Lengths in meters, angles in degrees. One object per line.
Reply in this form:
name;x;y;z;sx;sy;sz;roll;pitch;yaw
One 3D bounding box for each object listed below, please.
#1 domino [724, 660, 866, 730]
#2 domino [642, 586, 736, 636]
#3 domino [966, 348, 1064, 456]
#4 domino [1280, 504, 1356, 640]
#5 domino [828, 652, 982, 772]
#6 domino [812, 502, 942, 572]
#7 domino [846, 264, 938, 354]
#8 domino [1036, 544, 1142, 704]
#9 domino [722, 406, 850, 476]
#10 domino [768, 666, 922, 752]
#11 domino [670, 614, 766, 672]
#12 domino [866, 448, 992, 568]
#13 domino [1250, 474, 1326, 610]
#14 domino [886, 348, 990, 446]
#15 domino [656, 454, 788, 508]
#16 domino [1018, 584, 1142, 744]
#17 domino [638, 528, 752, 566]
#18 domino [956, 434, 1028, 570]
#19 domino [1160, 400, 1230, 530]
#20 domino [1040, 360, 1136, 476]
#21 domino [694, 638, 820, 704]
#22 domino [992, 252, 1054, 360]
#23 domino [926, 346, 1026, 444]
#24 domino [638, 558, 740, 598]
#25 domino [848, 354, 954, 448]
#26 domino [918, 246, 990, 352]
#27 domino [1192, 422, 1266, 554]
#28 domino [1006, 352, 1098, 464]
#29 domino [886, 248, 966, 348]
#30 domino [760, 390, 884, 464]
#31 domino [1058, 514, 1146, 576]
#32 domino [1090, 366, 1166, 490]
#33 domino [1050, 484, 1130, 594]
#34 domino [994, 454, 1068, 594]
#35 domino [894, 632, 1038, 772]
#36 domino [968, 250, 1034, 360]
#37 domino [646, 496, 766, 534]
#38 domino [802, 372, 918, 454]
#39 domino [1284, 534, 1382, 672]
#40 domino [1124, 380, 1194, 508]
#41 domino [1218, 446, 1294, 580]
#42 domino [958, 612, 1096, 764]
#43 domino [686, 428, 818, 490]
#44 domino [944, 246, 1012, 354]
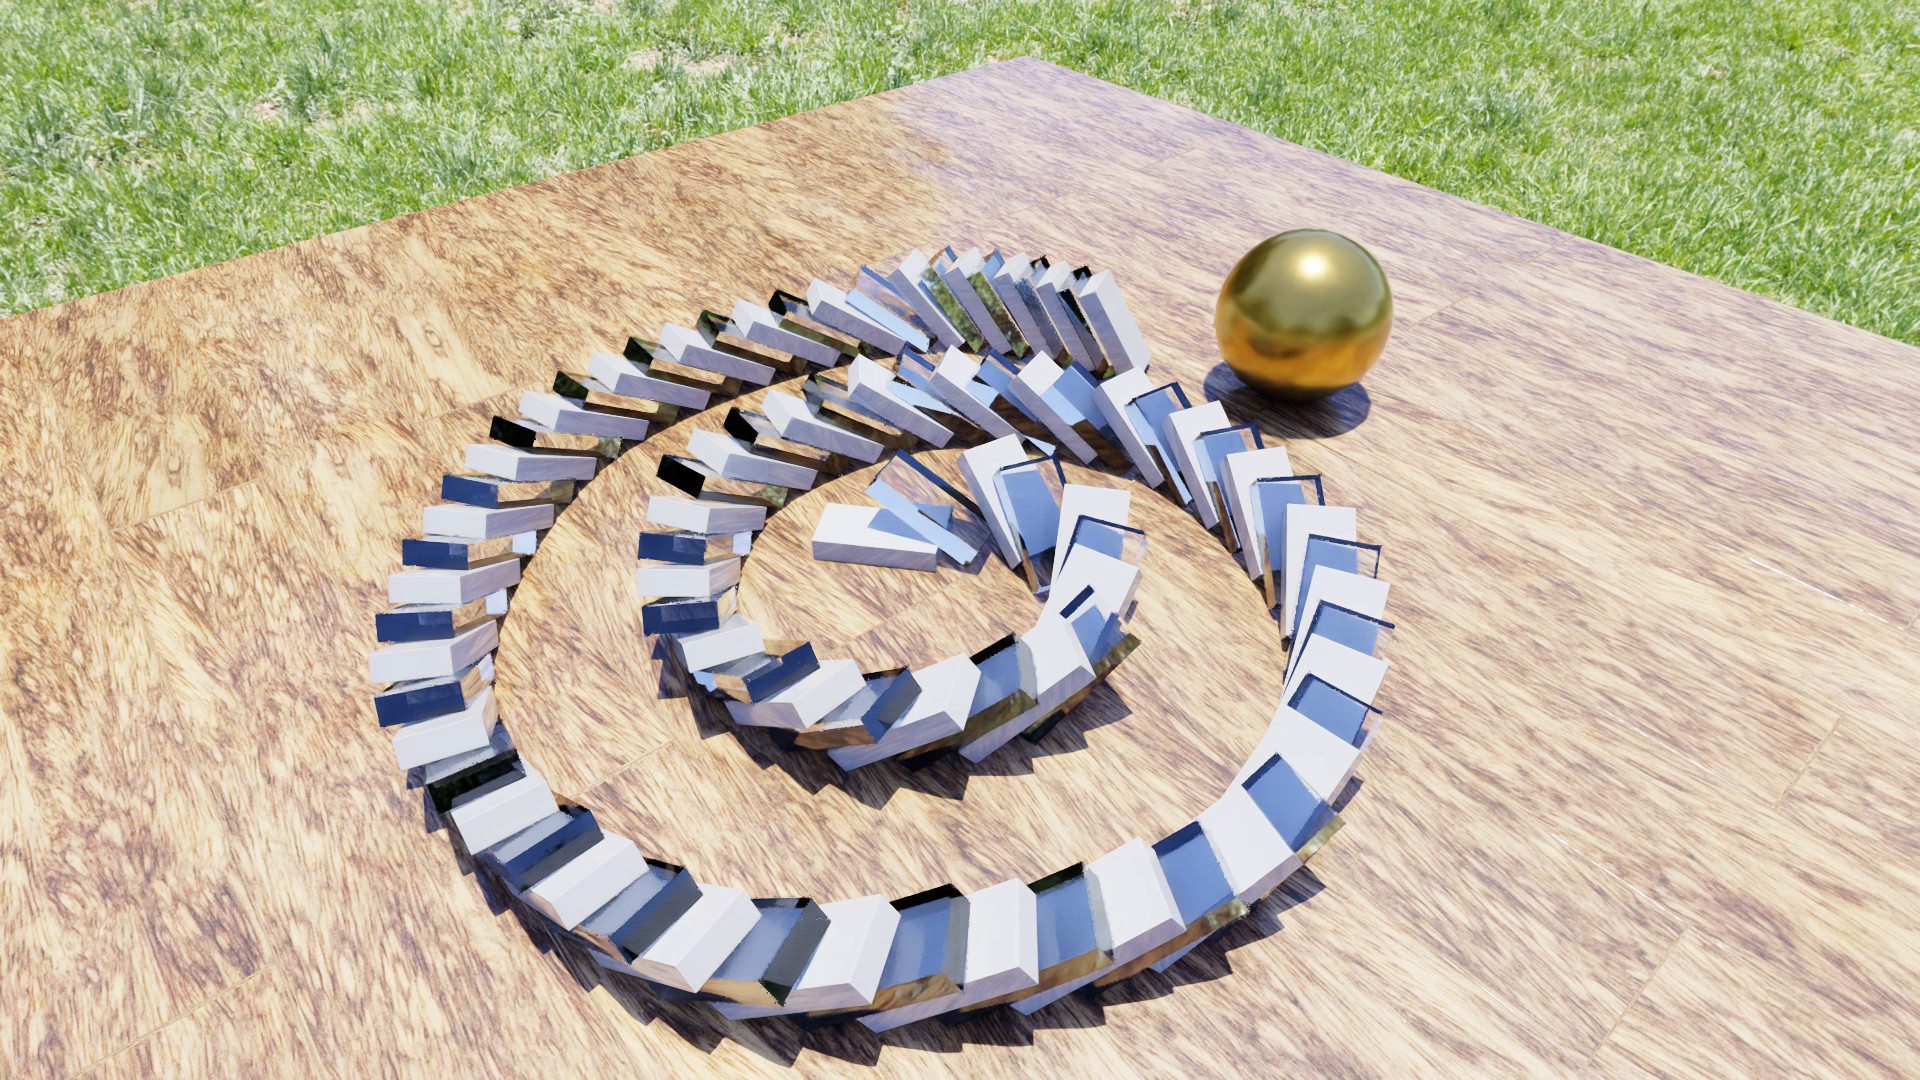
domino;-0.055;0.050;0.360;0.025;0.009;0.050;-34;14;-34
domino;-0.095;0.024;0.392;0.025;0.009;0.050;-5;4;-5
domino;0.028;-0.063;0.499;0.050;0.009;0.025;38;42;-9
domino;0.133;0.013;0.407;0.025;0.009;0.050;4;74;5
domino;-0.018;0.056;0.353;0.050;0.009;0.025;-25;27;32
domino;-0.032;-0.001;0.445;0.050;0.009;0.025;6;40;7
domino;-0.034;-0.119;0.567;0.050;0.010;0.025;31;35;-19
domino;0.042;0.029;0.386;0.025;0.010;0.050;22;80;25
domino;-0.074;-0.042;0.474;0.050;0.009;0.025;12;23;-47
domino;-0.038;0.055;0.354;0.050;0.009;0.025;-16;23;45
domino;-0.084;0.035;0.379;0.025;0.010;0.050;-16;5;-18
domino;-0.011;-0.013;0.440;0.050;0.010;0.025;37;38;-1
domino;0.128;0.001;0.422;0.025;0.009;0.050;-3;74;-4
domino;-0.008;-0.065;0.502;0.050;0.010;0.025;32;36;-17
domino;-0.096;-0.024;0.451;0.025;0.009;0.050;26;10;29
domino;0.034;0.042;0.368;0.050;0.009;0.025;-45;48;8
domino;-0.100;0.001;0.420;0.025;0.010;0.050;6;5;8
domino;0.021;-0.016;0.442;0.025;0.009;0.050;-22;77;-24
domino;0.106;-0.032;0.461;0.025;0.009;0.050;-16;76;-19
domino;0.061;-0.054;0.489;0.050;0.009;0.025;44;48;-3
domino;-0.069;0.043;0.369;0.025;0.009;0.050;-28;11;-30
domino;0.037;-0.117;0.557;0.010;0.050;0.025;-16;28;34
domino;0.010;-0.065;0.502;0.050;0.010;0.025;36;40;-11
domino;-0.099;0.013;0.406;0.025;0.009;0.050;0;4;1
domino;-0.027;-0.063;0.499;0.050;0.010;0.025;27;32;-25
domino;0.001;-0.124;0.566;0.009;0.050;0.025;-23;25;36
domino;0.116;-0.022;0.449;0.025;0.010;0.050;-11;74;-14
domino;0.047;-0.060;0.496;0.050;0.009;0.025;44;47;-3
domino;-0.014;-0.124;0.568;0.009;0.050;0.025;-30;20;38
domino;-0.060;-0.050;0.483;0.050;0.009;0.025;15;25;-42
domino;0.048;0.018;0.400;0.025;0.009;0.050;16;78;18
domino;0.082;-0.050;0.483;0.025;0.009;0.050;-28;81;-30
domino;0.049;0.005;0.415;0.025;0.010;0.050;7;77;8
domino;0.033;-0.007;0.430;0.025;0.009;0.050;-14;77;-17
domino;0.001;0.053;0.356;0.050;0.010;0.025;-32;34;21
domino;0.025;-0.120;0.561;0.010;0.050;0.025;-20;26;36
domino;-0.099;-0.010;0.435;0.025;0.009;0.050;12;5;14
domino;-0.044;-0.057;0.491;0.050;0.009;0.025;19;27;-35
domino;0.133;0.025;0.392;0.025;0.010;0.050;11;75;12
domino;0.094;-0.042;0.473;0.025;0.009;0.050;-23;79;-26
domino;0.122;-0.011;0.436;0.025;0.010;0.050;-9;74;-10
domino;0.018;0.048;0.361;0.050;0.010;0.025;-38;40;15
domino;-0.087;-0.033;0.463;0.025;0.010;0.050;33;14;35
domino;0.014;-0.122;0.564;0.009;0.050;0.025;-20;26;36
